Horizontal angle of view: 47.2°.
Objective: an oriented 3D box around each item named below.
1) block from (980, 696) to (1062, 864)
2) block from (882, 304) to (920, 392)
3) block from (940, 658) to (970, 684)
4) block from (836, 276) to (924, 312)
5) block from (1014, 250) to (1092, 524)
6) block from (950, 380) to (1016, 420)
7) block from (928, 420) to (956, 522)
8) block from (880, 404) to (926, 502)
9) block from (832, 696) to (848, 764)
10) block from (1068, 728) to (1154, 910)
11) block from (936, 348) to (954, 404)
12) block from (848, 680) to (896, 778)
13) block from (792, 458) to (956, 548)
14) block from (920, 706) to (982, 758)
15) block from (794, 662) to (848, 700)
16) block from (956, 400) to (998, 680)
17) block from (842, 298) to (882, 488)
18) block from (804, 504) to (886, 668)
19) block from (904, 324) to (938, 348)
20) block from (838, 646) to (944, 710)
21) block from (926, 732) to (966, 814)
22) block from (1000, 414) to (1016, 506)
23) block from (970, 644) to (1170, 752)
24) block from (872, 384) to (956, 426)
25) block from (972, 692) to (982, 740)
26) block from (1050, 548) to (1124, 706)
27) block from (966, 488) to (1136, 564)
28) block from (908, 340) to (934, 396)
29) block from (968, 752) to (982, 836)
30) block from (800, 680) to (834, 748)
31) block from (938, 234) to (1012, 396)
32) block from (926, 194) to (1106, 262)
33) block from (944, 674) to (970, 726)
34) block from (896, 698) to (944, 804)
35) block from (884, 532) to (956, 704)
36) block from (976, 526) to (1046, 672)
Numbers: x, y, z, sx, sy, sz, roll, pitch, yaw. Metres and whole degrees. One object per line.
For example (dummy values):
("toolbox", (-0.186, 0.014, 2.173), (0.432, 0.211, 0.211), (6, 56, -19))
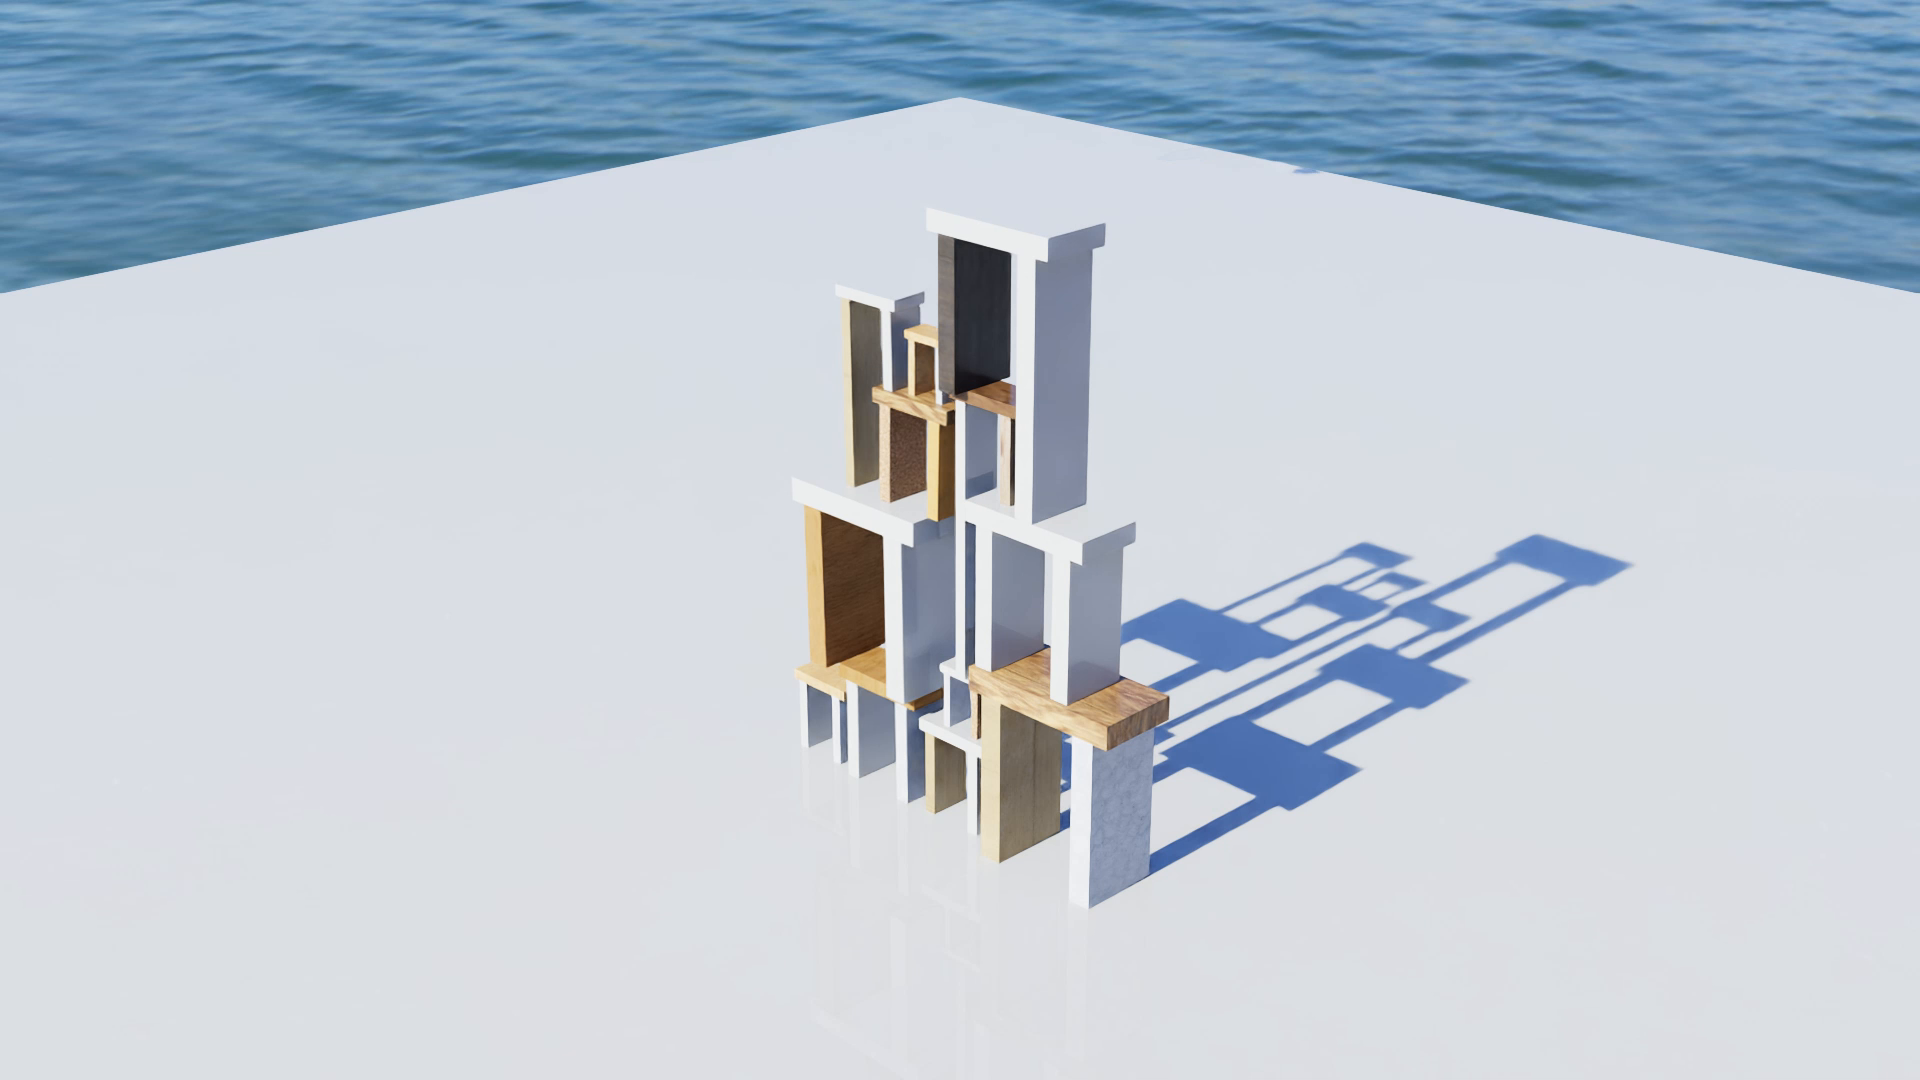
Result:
("block", (0.120, 0.438, 4.282), (0.049, 0.349, 0.175), (21, 31, 41))
("block", (-0.110, -0.370, 4.181), (0.023, 0.161, 0.081), (20, 31, 40))
("block", (0.021, 0.259, 4.314), (0.057, 0.016, 0.114), (-21, 31, -40))
("block", (-0.152, -0.469, 4.179), (0.161, 0.023, 0.081), (21, 31, 40))
("block", (0.166, -0.280, 3.920), (0.042, 0.492, 0.148), (21, 31, 41))
("block", (0.072, -0.263, 4.036), (0.086, 0.024, 0.173), (-21, 31, -41))
("block", (-0.016, -0.143, 4.181), (0.028, 0.198, 0.099), (23, 32, 40))
("block", (-0.110, -0.180, 4.267), (0.028, 0.198, 0.099), (23, 32, 40))
("block", (-0.232, 0.389, 4.645), (0.022, 0.155, 0.077), (21, 31, 41))
("block", (0.285, 0.502, 4.130), (0.049, 0.349, 0.175), (21, 31, 41))
("block", (-0.020, -0.312, 4.113), (0.016, 0.110, 0.055), (22, 31, 39))
("block", (-0.183, 0.377, 4.589), (0.111, 0.221, 0.031), (-21, 31, -41))
("block", (-0.151, -0.080, 4.349), (0.347, 0.049, 0.174), (21, 31, 41))
("block", (0.013, 0.379, 4.376), (0.179, 0.025, 0.090), (21, 31, 41))
("block", (-0.269, 0.294, 4.645), (0.155, 0.022, 0.077), (21, 31, 41))
("block", (0.031, -0.006, 4.189), (0.086, 0.568, 0.024), (-21, 31, -41))
("block", (-0.189, -0.295, 4.296), (0.081, 0.387, 0.023), (-22, 32, -40))
("block", (-0.231, 0.071, 4.502), (0.049, 0.347, 0.174), (20, 30, 41))
("block", (-0.046, -0.380, 4.111), (0.110, 0.016, 0.055), (21, 31, 40))
("block", (-0.131, 0.282, 4.490), (0.221, 0.031, 0.111), (21, 31, 40))
("block", (-0.029, 0.457, 4.454), (0.025, 0.179, 0.090), (21, 31, 41))
("block", (0.113, -0.156, 4.037), (0.024, 0.173, 0.086), (21, 31, 41))
("block", (0.202, 0.287, 4.128), (0.349, 0.049, 0.175), (21, 31, 41))
("block", (-0.062, -0.265, 4.178), (0.198, 0.028, 0.099), (21, 31, 40))
("block", (0.048, 0.329, 4.314), (0.057, 0.114, 0.016), (-21, 31, -41))
("block", (0.232, 0.145, 4.027), (0.041, 0.291, 0.145), (21, 31, 41))
("block", (0.164, -0.035, 4.026), (0.291, 0.041, 0.145), (21, 31, 41))
("block", (-0.072, -0.332, 4.160), (0.016, 0.110, 0.055), (22, 31, 39))
("block", (0.056, 0.490, 4.377), (0.025, 0.179, 0.090), (21, 31, 41))
("block", (-0.305, 0.361, 4.713), (0.022, 0.155, 0.077), (21, 31, 41))
("block", (0.027, -0.425, 4.010), (0.148, 0.295, 0.042), (-21, 31, -41))
("block", (0.097, -0.553, 3.880), (0.295, 0.042, 0.148), (21, 31, 41))
("block", (-0.006, 0.308, 4.364), (0.057, 0.114, 0.016), (-21, 31, -41))
("block", (-0.080, 0.417, 4.493), (0.031, 0.221, 0.111), (21, 31, 41))
("block", (-0.067, 0.135, 4.351), (0.174, 0.347, 0.049), (-21, 30, -40))
("block", (0.095, 0.091, 4.153), (0.041, 0.291, 0.145), (21, 31, 41))
